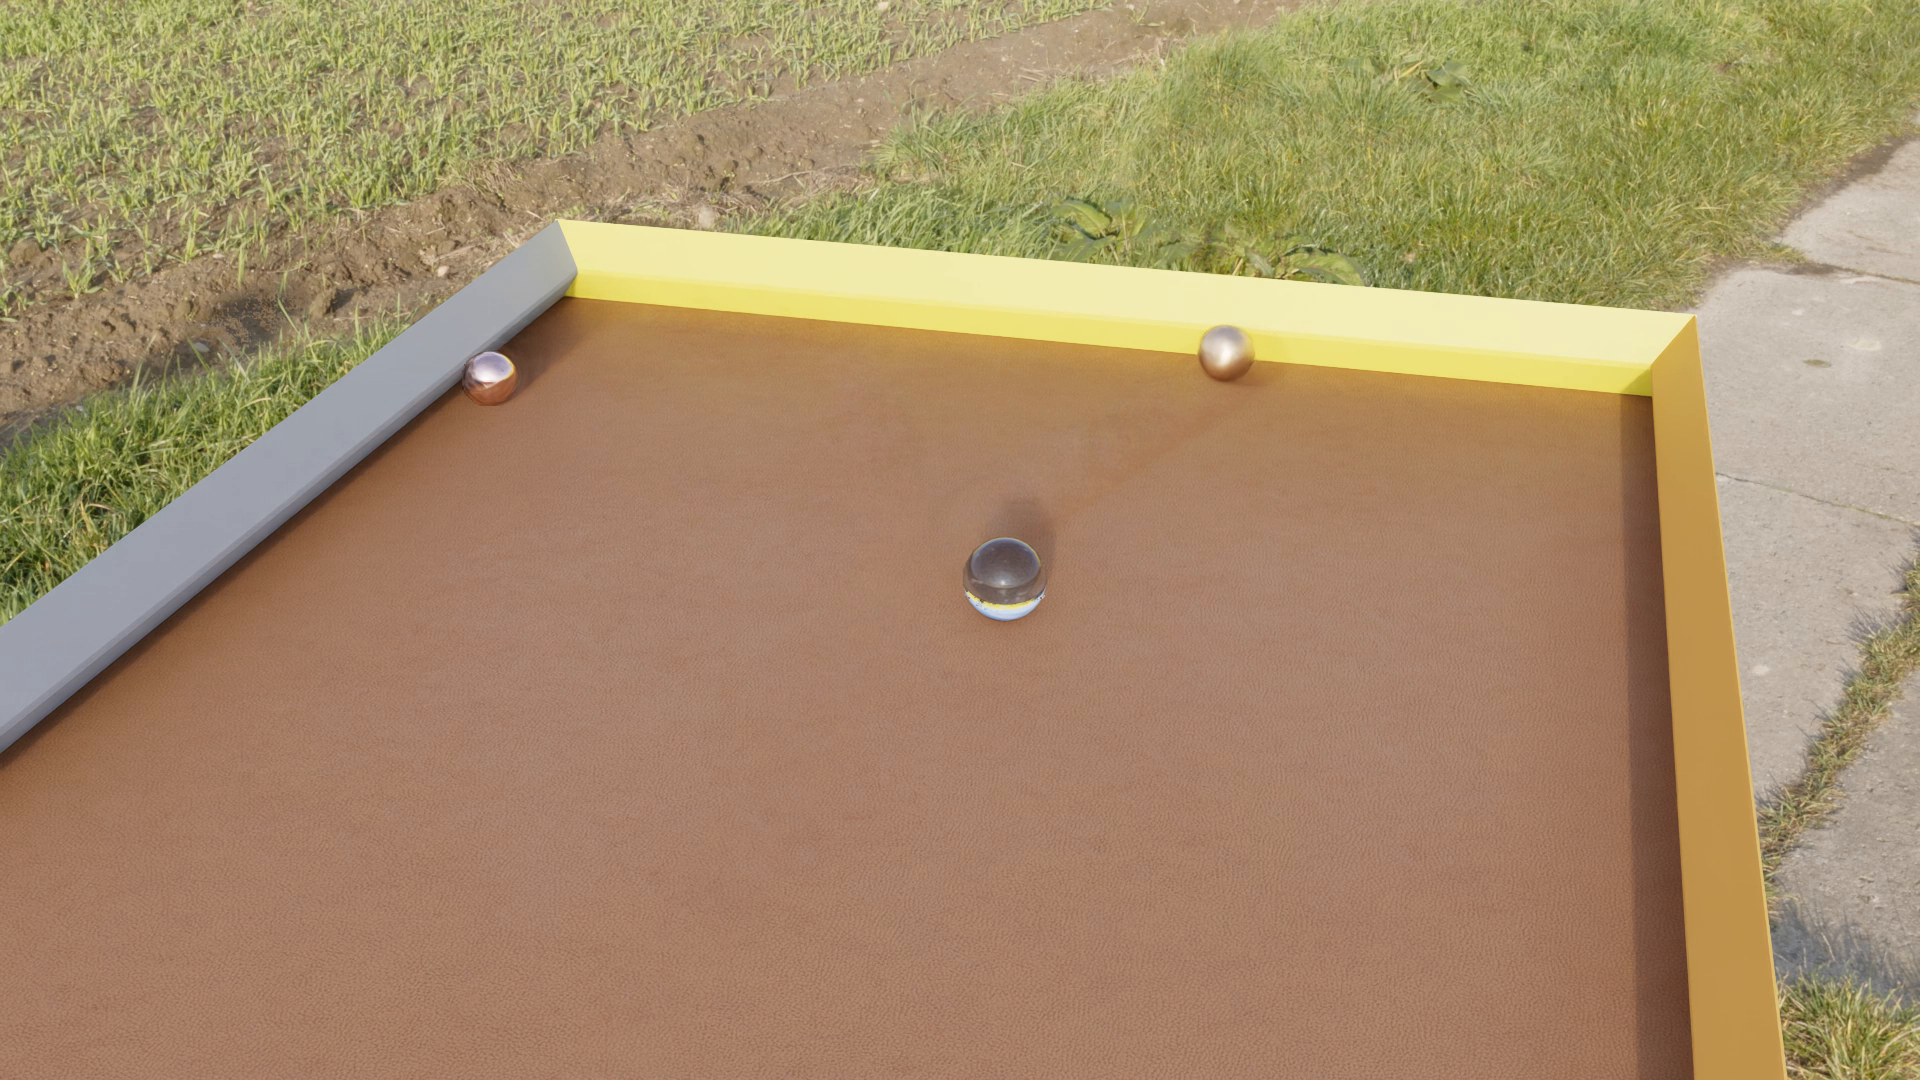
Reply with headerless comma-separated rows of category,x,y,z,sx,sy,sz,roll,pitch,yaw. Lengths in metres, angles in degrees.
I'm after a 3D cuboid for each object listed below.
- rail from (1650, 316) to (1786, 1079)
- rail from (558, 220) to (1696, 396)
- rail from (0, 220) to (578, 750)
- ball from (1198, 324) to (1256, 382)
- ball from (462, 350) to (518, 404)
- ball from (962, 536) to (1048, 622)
rail,0.511,0.346,1.461,0.045,0.105,2.649,7,27,13
rail,0.160,-0.287,2.749,1.445,0.105,0.045,7,27,13
rail,-0.843,0.191,1.776,0.045,0.105,2.649,7,27,13
ball,0.324,-0.227,2.670,0.069,0.069,0.069,0,26,0
ball,-0.556,-0.192,2.604,0.064,0.064,0.064,0,26,0
ball,0.043,0.037,2.117,0.081,0.081,0.081,0,26,0
